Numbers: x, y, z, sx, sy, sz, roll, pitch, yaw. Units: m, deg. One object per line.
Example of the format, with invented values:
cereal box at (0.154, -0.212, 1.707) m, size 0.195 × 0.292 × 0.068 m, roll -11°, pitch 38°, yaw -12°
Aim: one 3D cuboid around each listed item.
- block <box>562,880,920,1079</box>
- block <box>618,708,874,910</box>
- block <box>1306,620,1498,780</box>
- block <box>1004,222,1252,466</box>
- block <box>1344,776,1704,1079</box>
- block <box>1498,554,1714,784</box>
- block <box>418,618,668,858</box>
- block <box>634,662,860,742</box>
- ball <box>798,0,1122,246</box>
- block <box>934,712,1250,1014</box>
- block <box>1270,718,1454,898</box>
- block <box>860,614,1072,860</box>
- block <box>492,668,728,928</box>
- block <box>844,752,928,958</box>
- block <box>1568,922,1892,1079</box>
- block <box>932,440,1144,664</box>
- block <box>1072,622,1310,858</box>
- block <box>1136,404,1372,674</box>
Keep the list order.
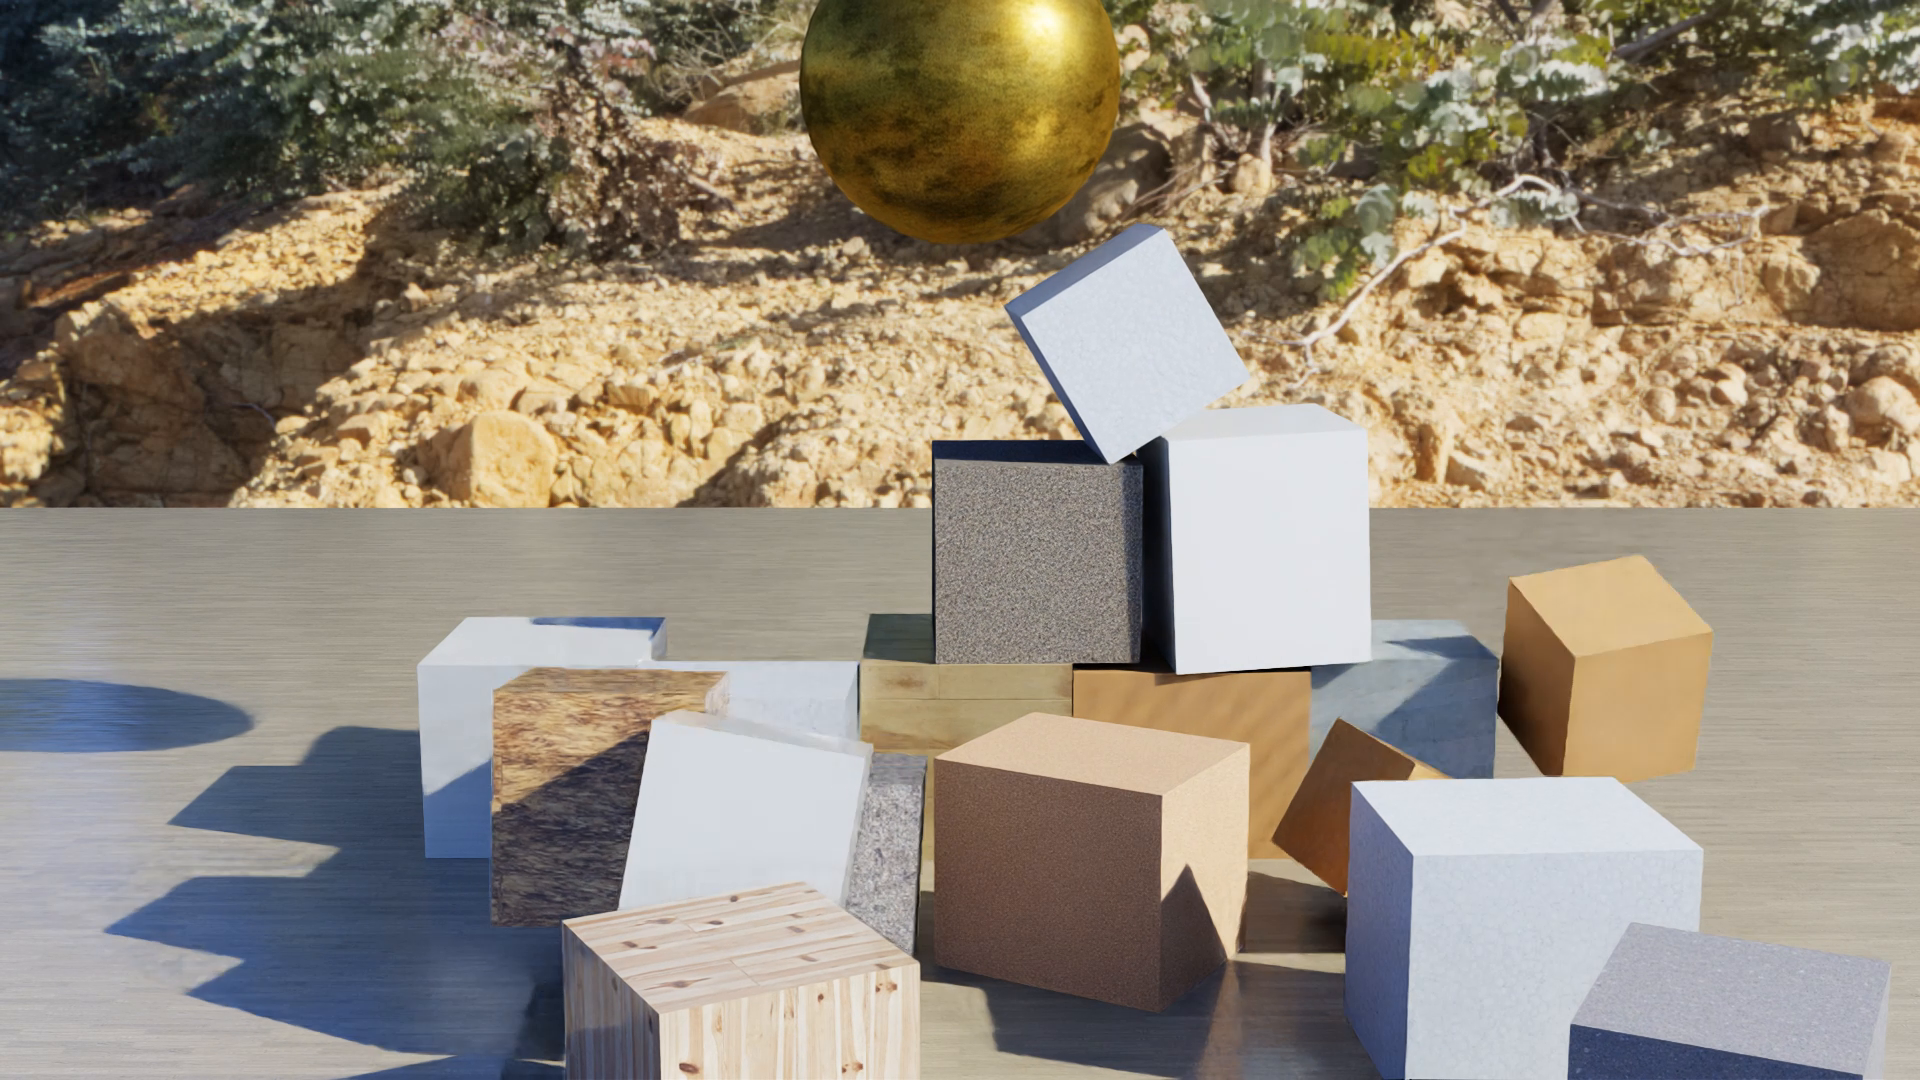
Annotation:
block at (-0.748, 1.766, 7.411) m, size 0.896 × 0.873 × 0.936 m, roll -6°, pitch 12°, yaw -28°
block at (-0.815, 1.145, 8.494) m, size 0.802 × 0.816 × 0.718 m, roll 10°, pitch -1°, yaw 1°
block at (2.187, 0.991, 11.369) m, size 0.928 × 0.983 × 0.928 m, roll 0°, pitch 10°, yaw 0°
block at (0.811, -0.983, 10.857) m, size 0.801 × 0.837 × 0.758 m, roll -32°, pitch 11°, yaw 1°
block at (2.124, 1.523, 8.447) m, size 1.064 × 0.981 × 0.926 m, roll -1°, pitch 10°, yaw -4°
block at (3.183, 0.665, 10.917) m, size 0.711 × 0.832 × 0.717 m, roll -10°, pitch 32°, yaw -9°
block at (-2.113, 0.996, 11.351) m, size 1.070 × 0.980 × 1.100 m, roll 0°, pitch 10°, yaw 0°
block at (-1.037, 1.133, 10.363) m, size 1.071 × 0.968 × 1.117 m, roll 0°, pitch 5°, yaw 1°
ball at (0.000, -2.268, 10.909) m, size 1.600 × 1.600 × 1.600 m, roll 0°, pitch 10°, yaw 0°
block at (0.574, 1.358, 9.517) m, size 1.068 × 0.923 × 0.891 m, roll 6°, pitch 12°, yaw 30°
block at (1.956, 1.309, 9.845) m, size 0.655 × 0.647 × 0.741 m, roll 28°, pitch 2°, yaw -20°
block at (0.031, 0.989, 11.371) m, size 1.031 × 0.987 × 1.194 m, roll 0°, pitch 10°, yaw 0°
block at (-1.471, 1.081, 9.374) m, size 0.863 × 0.969 × 0.821 m, roll 1°, pitch 3°, yaw 1°
block at (-0.601, 1.343, 9.337) m, size 0.857 × 0.791 × 0.891 m, roll 3°, pitch 2°, yaw 0°
block at (2.473, 1.848, 7.076) m, size 0.838 × 0.832 × 1.002 m, roll 5°, pitch 12°, yaw 26°
block at (0.366, 0.040, 11.111) m, size 0.999 × 0.973 × 0.950 m, roll 0°, pitch 10°, yaw -2°
block at (1.132, 1.010, 11.369) m, size 1.156 × 0.945 × 1.157 m, roll 0°, pitch 10°, yaw 0°
block at (1.462, -0.033, 11.133) m, size 0.960 × 1.143 × 1.079 m, roll -4°, pitch 10°, yaw -4°
